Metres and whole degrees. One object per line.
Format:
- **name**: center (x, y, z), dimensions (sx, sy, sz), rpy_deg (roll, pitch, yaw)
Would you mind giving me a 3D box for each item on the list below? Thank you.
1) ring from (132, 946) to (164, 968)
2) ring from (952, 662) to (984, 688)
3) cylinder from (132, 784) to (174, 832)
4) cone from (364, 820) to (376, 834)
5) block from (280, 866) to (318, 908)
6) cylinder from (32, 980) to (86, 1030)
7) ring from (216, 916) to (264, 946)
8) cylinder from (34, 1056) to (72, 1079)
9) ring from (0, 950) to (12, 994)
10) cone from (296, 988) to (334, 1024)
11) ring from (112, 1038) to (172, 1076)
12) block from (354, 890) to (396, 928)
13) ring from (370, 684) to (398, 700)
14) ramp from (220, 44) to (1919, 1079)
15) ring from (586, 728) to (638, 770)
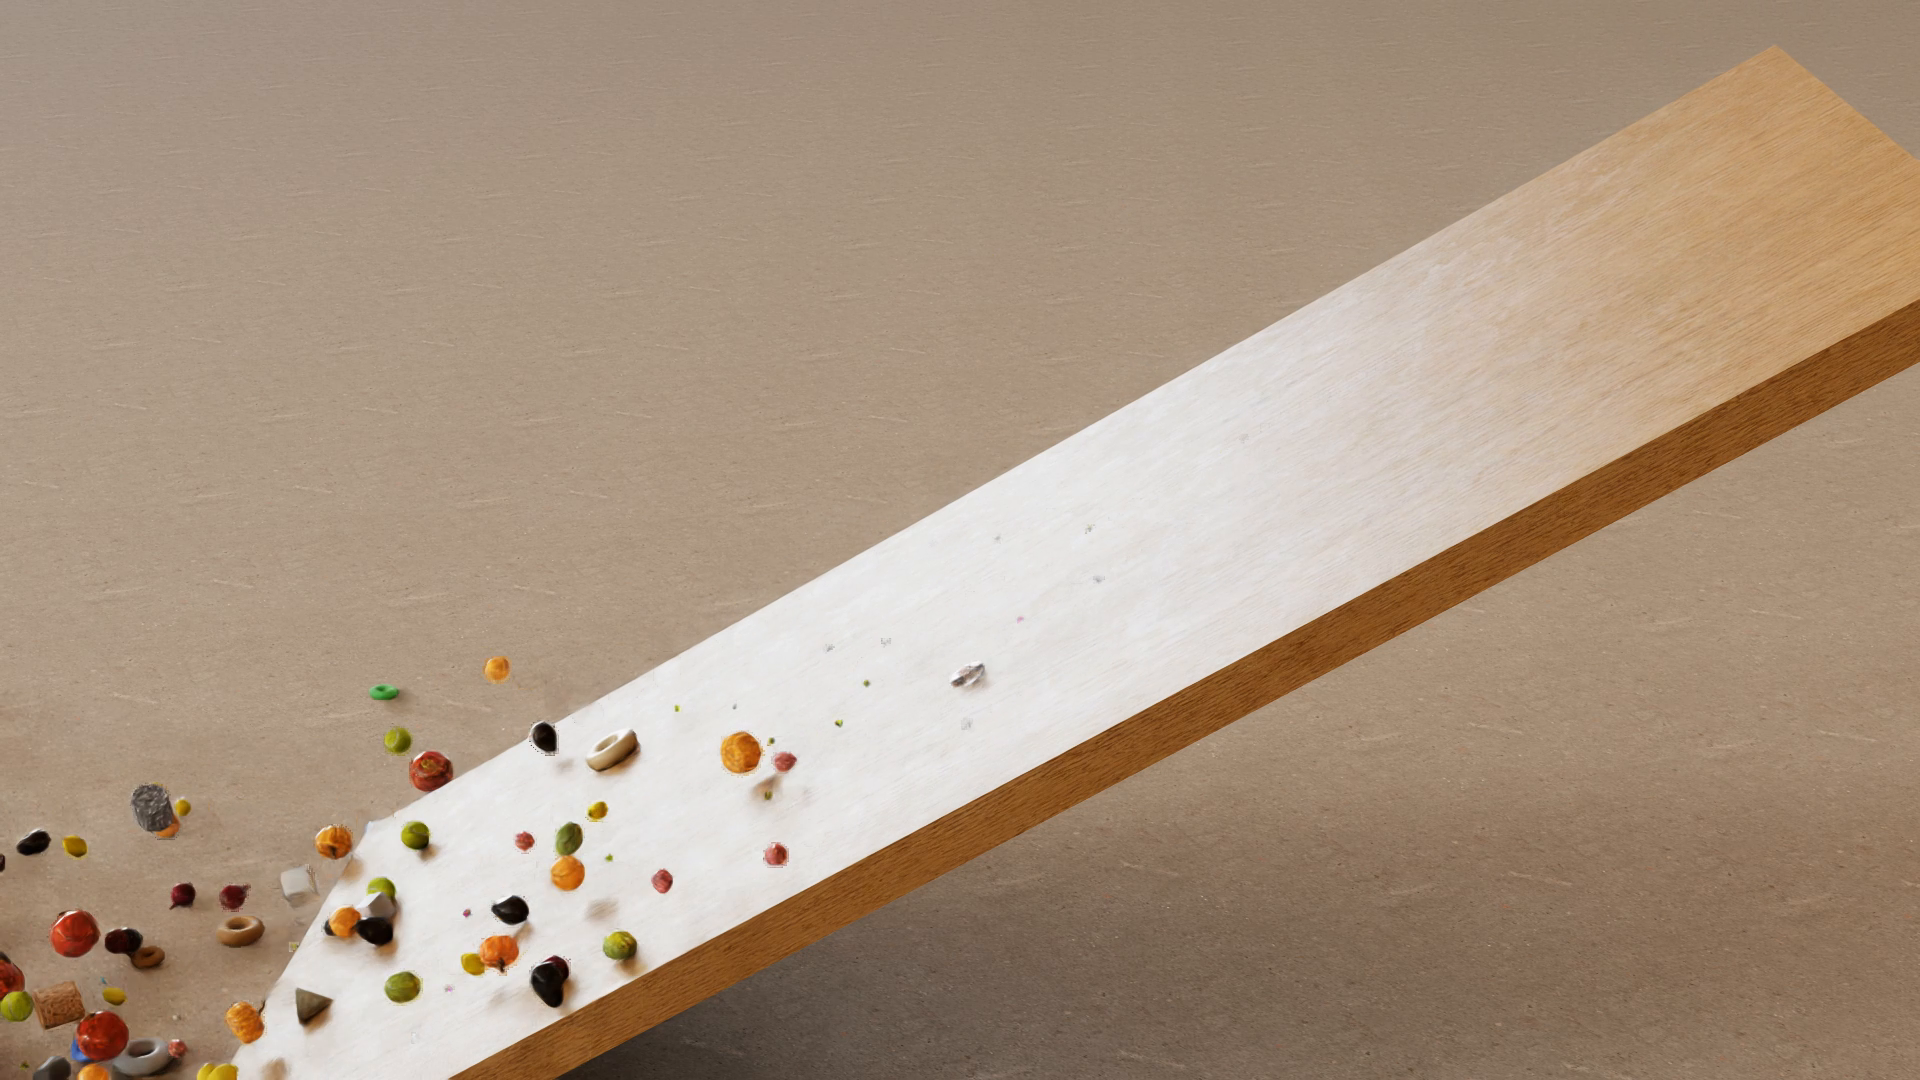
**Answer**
- **ring**: center (-1.963, 1.008, 7.111), dimensions (0.080, 0.027, 0.080), rpy_deg (-3, 21, 1)
- **ring**: center (0.015, 0.273, 5.957), dimensions (0.076, 0.025, 0.076), rpy_deg (-31, 13, 8)
- **cylinder**: center (-2.100, 0.698, 7.651), dimensions (0.092, 0.092, 0.092), rpy_deg (1, 53, -1)
- **cone**: center (-1.518, 0.767, 7.730), dimensions (0.064, 0.064, 0.064), rpy_deg (14, 10, 36)
- **block**: center (-1.586, 0.833, 7.065), dimensions (0.066, 0.066, 0.066), rpy_deg (-17, 55, -2)
- **cylinder**: center (-2.010, 1.037, 6.557), dimensions (0.089, 0.089, 0.089), rpy_deg (-18, 25, -27)
- **ring**: center (-1.770, 0.960, 7.231), dimensions (0.117, 0.039, 0.117), rpy_deg (0, 21, 0)
- **cylinder**: center (-2.002, 1.178, 6.489), dimensions (0.059, 0.059, 0.059), rpy_deg (5, 22, 13)
- **ring**: center (-2.286, 1.017, 6.880), dimensions (0.137, 0.046, 0.137), rpy_deg (0, 61, 0)
- **cone**: center (-1.410, 1.014, 6.444), dimensions (0.082, 0.082, 0.082), rpy_deg (-7, 20, -9)
- **ring**: center (-1.844, 1.165, 6.632), dimensions (0.132, 0.044, 0.132), rpy_deg (-1, 20, 0)
- **block**: center (-1.351, 0.855, 6.801), dimensions (0.058, 0.058, 0.058), rpy_deg (-18, 20, 44)
- **ring**: center (-1.707, 0.452, 8.722), dimensions (0.083, 0.028, 0.083), rpy_deg (1, 18, 0)
- **ramp**: center (0.142, 0.168, 6.287), dimensions (4.000, 0.100, 2.000), rpy_deg (-29, 15, 12)
- **ring**: center (-0.818, 0.493, 6.913), dimensions (0.134, 0.045, 0.134), rpy_deg (-30, 16, 9)
